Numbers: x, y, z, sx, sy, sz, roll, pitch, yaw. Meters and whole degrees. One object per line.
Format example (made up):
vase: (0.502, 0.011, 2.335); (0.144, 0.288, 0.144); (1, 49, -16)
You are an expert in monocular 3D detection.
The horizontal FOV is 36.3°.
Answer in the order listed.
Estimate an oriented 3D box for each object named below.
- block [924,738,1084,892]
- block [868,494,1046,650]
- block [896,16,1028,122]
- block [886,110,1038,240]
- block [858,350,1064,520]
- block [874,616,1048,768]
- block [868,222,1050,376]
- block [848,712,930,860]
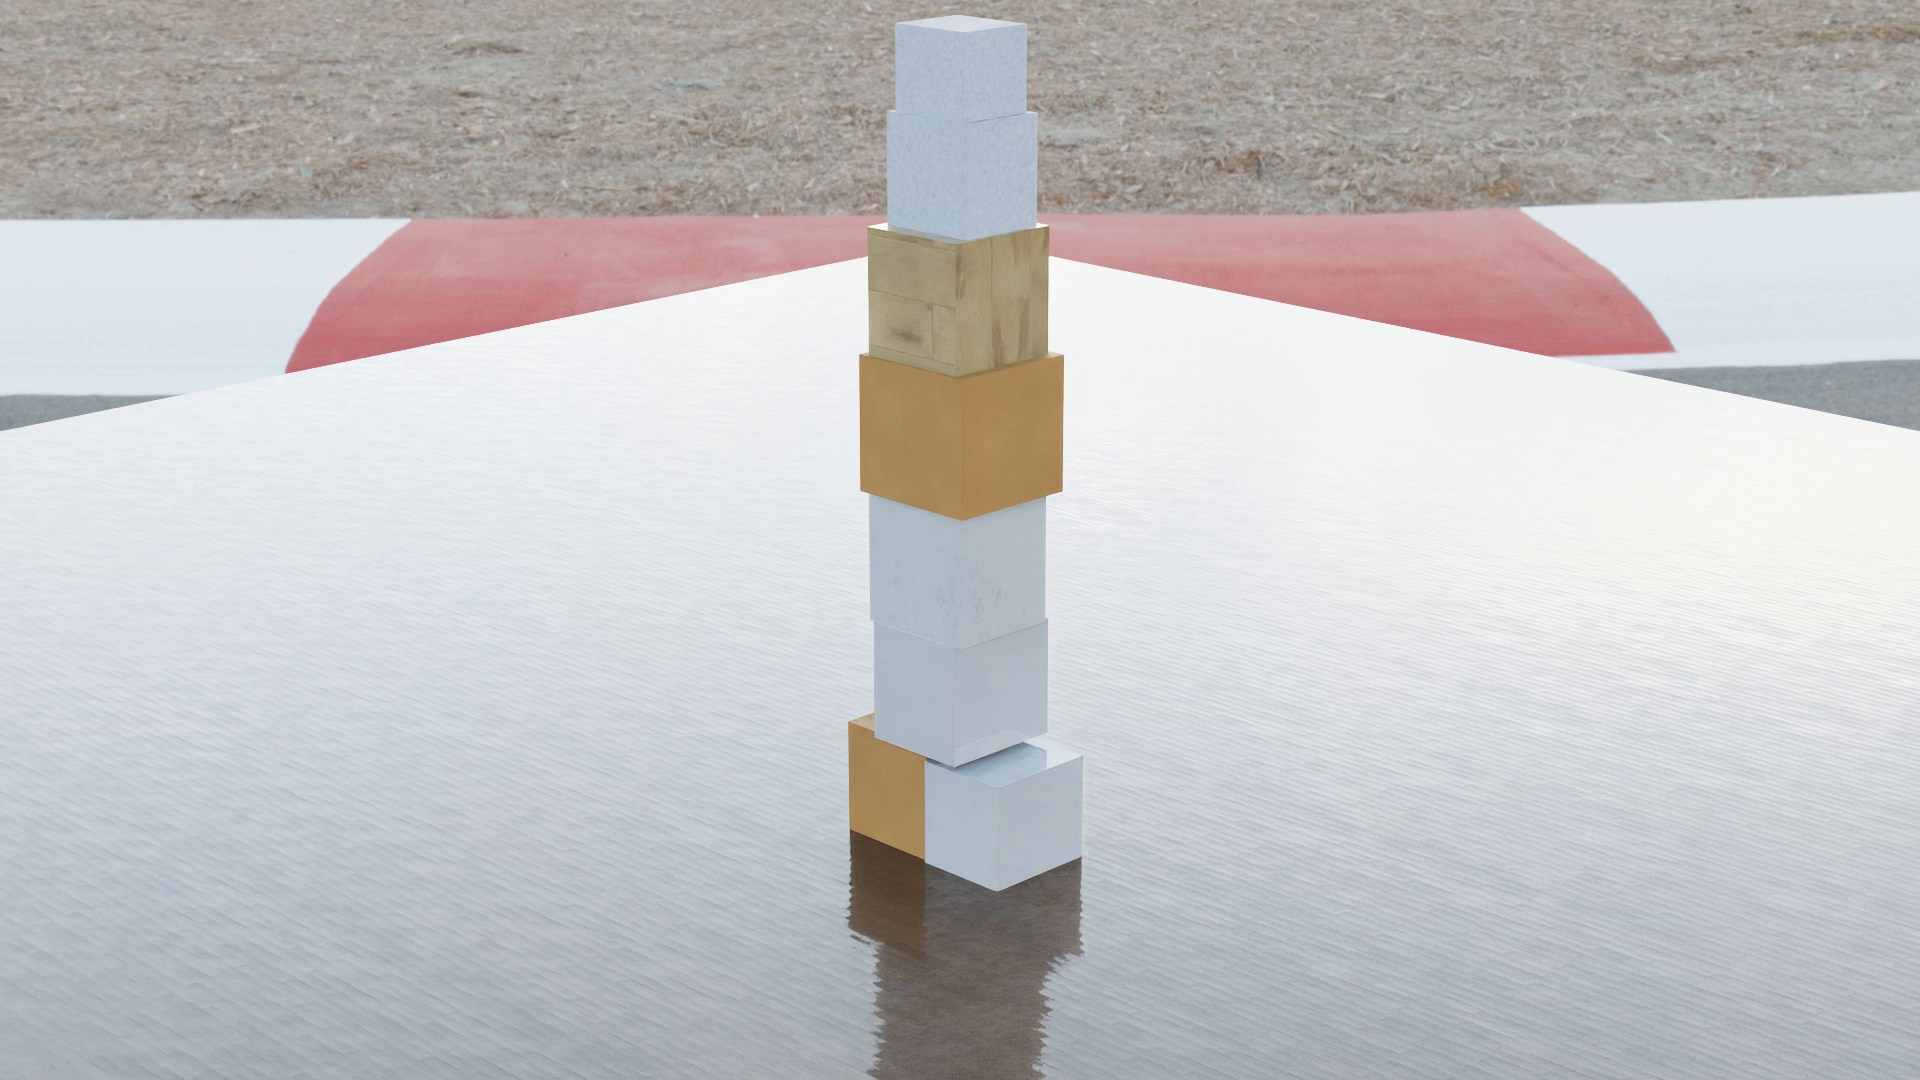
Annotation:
block: (0.203, 1.243, 13.548); (0.565, 0.504, 0.467); (-17, 24, -42)
block: (-0.011, 0.077, 13.354); (0.549, 0.613, 0.587); (-17, 24, -42)
block: (0.004, -2.045, 12.703); (0.384, 0.383, 0.421); (-17, 24, -42)
block: (0.009, -1.625, 12.840); (0.438, 0.502, 0.491); (-17, 24, -42)
block: (0.007, -0.525, 13.184); (0.644, 0.638, 0.654); (-17, 24, -42)
block: (0.005, 0.636, 13.547); (0.610, 0.569, 0.525); (-17, 24, -42)
block: (-0.006, -1.103, 12.988); (0.584, 0.583, 0.548); (-17, 24, -42)
block: (-0.161, 1.117, 13.877); (0.508, 0.548, 0.525); (-17, 24, -42)
